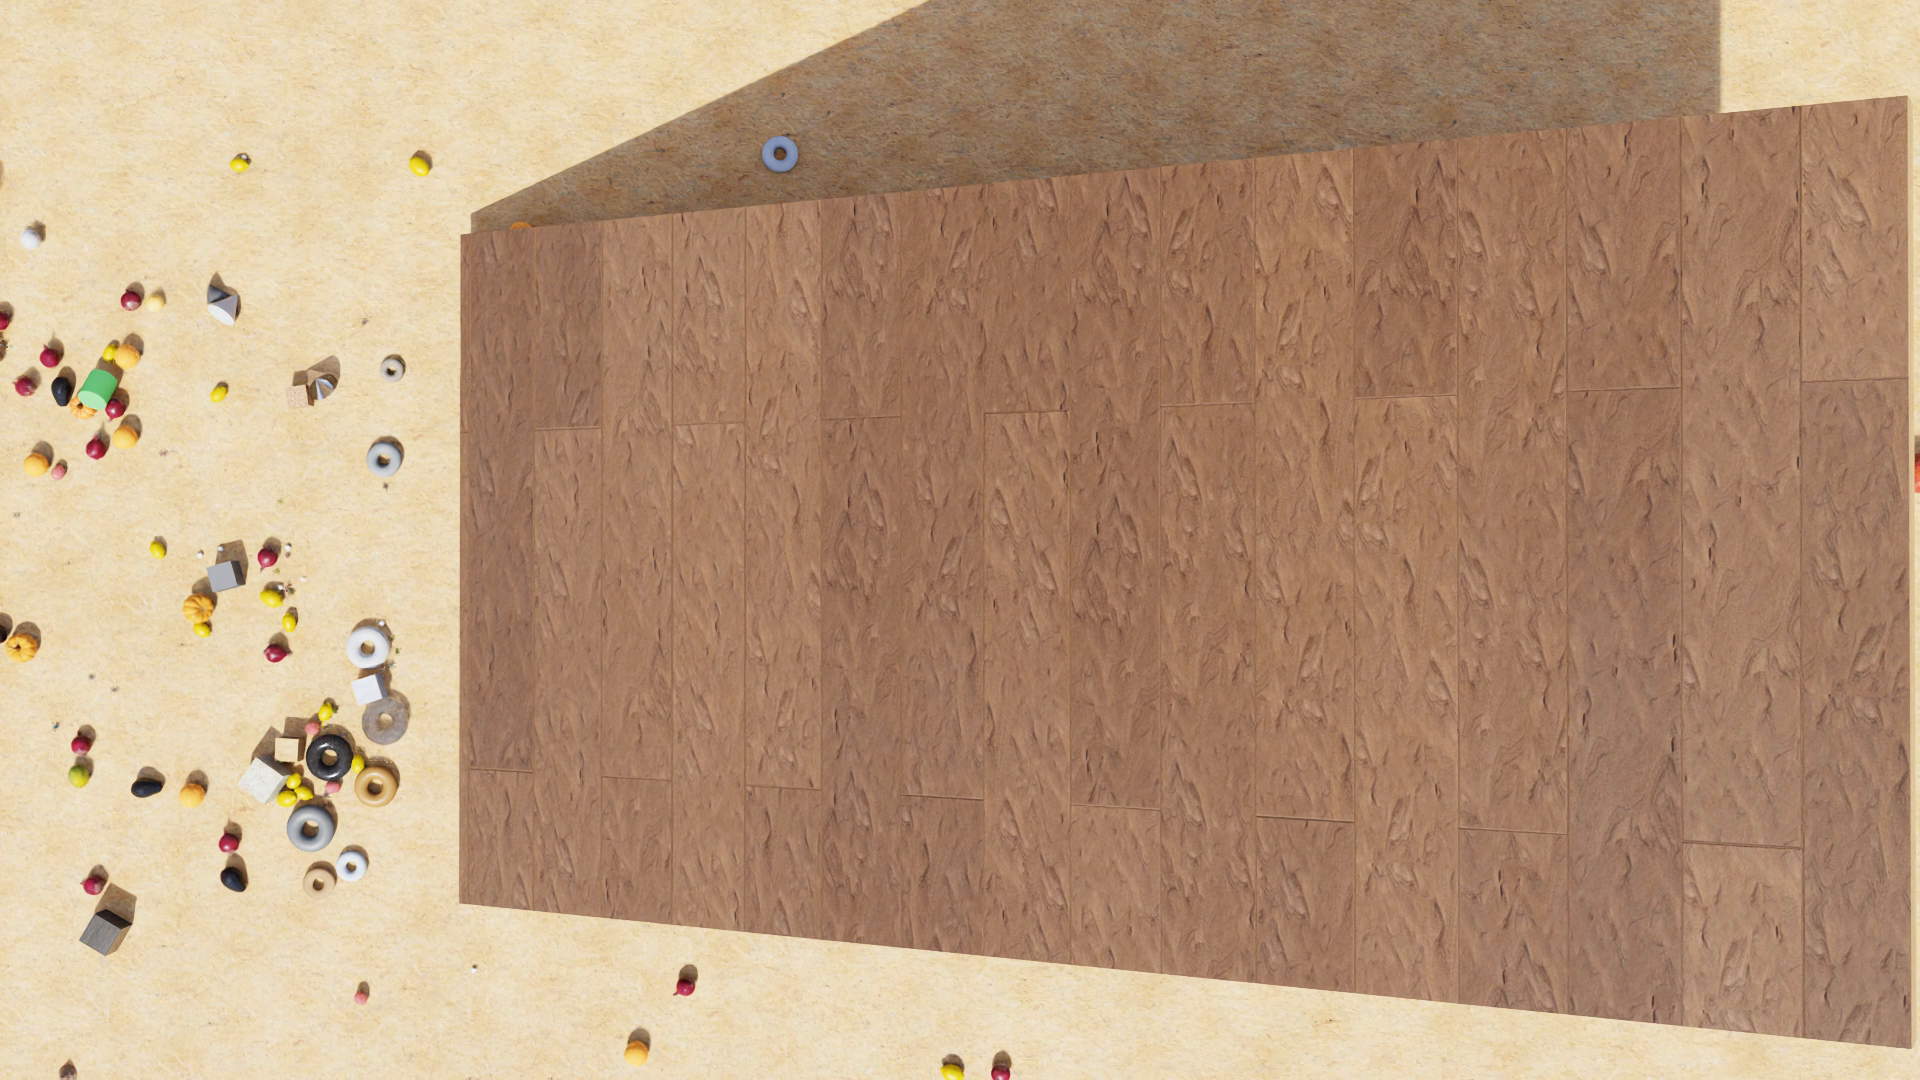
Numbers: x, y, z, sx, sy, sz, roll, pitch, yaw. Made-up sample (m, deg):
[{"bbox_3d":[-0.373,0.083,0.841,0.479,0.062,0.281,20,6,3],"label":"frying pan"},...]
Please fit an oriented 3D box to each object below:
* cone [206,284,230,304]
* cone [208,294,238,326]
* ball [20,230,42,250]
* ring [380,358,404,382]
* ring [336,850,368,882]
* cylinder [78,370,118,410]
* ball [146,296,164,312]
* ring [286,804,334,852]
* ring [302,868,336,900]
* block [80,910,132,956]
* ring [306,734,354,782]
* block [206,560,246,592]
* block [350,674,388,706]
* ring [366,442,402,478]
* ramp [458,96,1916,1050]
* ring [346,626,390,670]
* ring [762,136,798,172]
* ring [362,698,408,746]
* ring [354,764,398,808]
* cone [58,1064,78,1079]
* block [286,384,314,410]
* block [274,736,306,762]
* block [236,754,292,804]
[{"bbox_3d":[-2.239,-0.741,6.652,0.067,0.067,0.067,0,89,-27],"label":"cone"},{"bbox_3d":[-2.207,-0.712,6.646,0.090,0.090,0.090,29,63,0],"label":"cone"},{"bbox_3d":[-2.804,-0.907,6.639,0.060,0.060,0.060,0,89,0],"label":"ball"},{"bbox_3d":[-1.718,-0.513,6.652,0.075,0.025,0.075,0,90,-1],"label":"ring"},{"bbox_3d":[-1.835,0.984,6.634,0.094,0.031,0.094,0,90,-1],"label":"ring"},{"bbox_3d":[-2.589,-0.452,6.604,0.086,0.086,0.086,13,55,0],"label":"cylinder"},{"bbox_3d":[-2.431,-0.713,6.641,0.051,0.051,0.051,0,89,0],"label":"ball"},{"bbox_3d":[-1.956,0.869,6.627,0.145,0.048,0.145,0,91,0],"label":"ring"},{"bbox_3d":[-1.934,1.035,6.633,0.098,0.033,0.098,0,88,0],"label":"ring"},{"bbox_3d":[-2.564,1.178,6.601,0.093,0.093,0.093,30,90,0],"label":"block"},{"bbox_3d":[-1.901,0.656,6.630,0.143,0.048,0.143,0,91,0],"label":"ring"},{"bbox_3d":[-2.210,0.109,6.620,0.076,0.076,0.076,-16,89,0],"label":"block"},{"bbox_3d":[-1.776,0.450,6.617,0.075,0.075,0.075,-18,89,0],"label":"block"},{"bbox_3d":[-1.740,-0.243,6.644,0.109,0.036,0.109,0,88,1],"label":"ring"},{"bbox_3d":[0.272,0.076,5.634,4.000,0.100,2.000,0,89,29],"label":"ramp"},{"bbox_3d":[-1.786,0.324,6.635,0.131,0.044,0.131,0,88,0],"label":"ring"},{"bbox_3d":[-0.544,-1.167,6.653,0.111,0.037,0.111,0,88,0],"label":"ring"},{"bbox_3d":[-1.734,0.548,6.630,0.143,0.048,0.143,0,88,1],"label":"ring"},{"bbox_3d":[-1.761,0.742,6.631,0.130,0.043,0.130,0,90,-1],"label":"ring"},{"bbox_3d":[-2.695,1.613,6.614,0.058,0.058,0.058,0,89,0],"label":"cone"},{"bbox_3d":[-1.992,-0.431,6.633,0.061,0.061,0.061,-8,89,0],"label":"block"},{"bbox_3d":[-2.017,0.629,6.619,0.068,0.068,0.068,3,89,0],"label":"block"},{"bbox_3d":[-2.086,0.718,6.602,0.099,0.099,0.099,35,90,0],"label":"block"}]
